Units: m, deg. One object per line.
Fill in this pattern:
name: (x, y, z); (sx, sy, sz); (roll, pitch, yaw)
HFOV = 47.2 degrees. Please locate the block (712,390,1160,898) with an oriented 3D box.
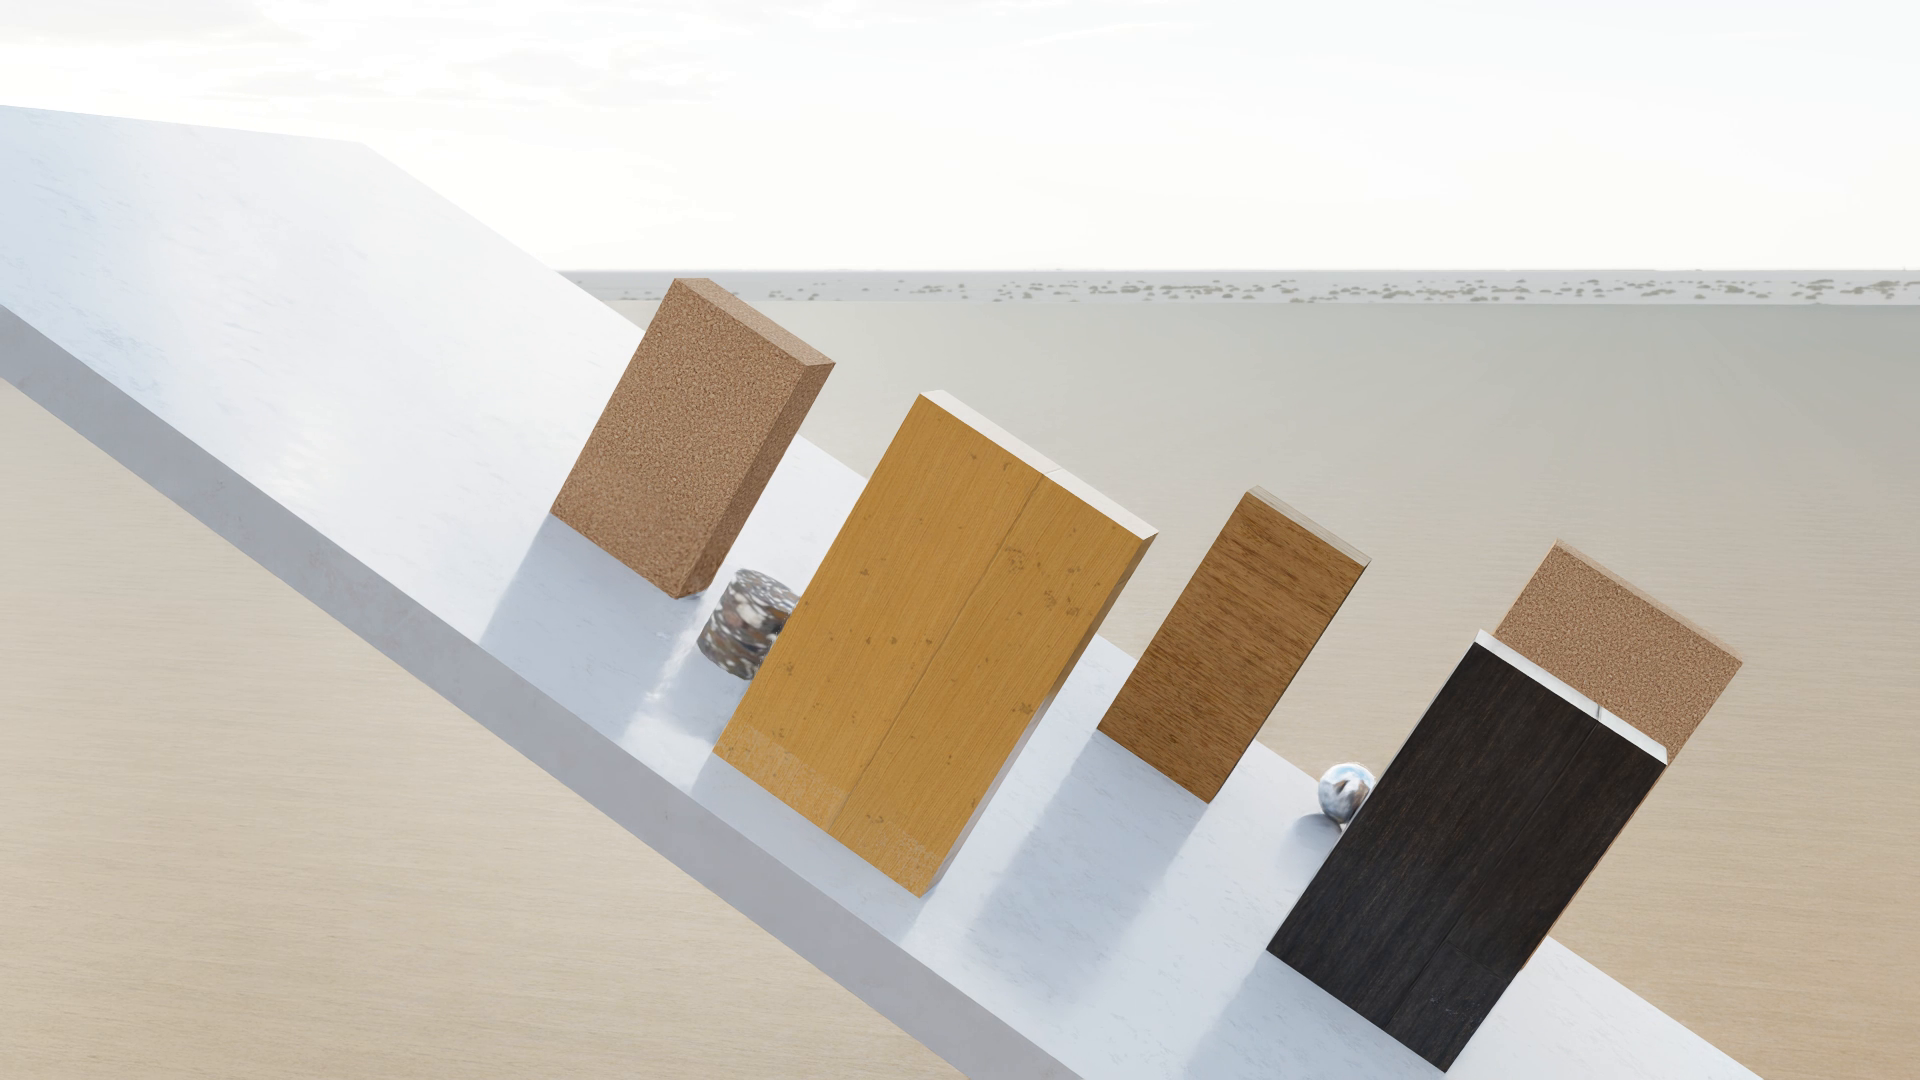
block: (-0.043, 0.153, 3.257); (0.386, 0.639, 0.109); (34, 15, 11)

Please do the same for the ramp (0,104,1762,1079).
ramp: (-0.161, 0.266, 4.116); (4.000, 0.100, 2.000); (34, 15, 11)

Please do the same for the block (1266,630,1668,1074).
block: (0.860, 0.531, 3.763); (0.364, 0.654, 0.135); (34, 15, 11)

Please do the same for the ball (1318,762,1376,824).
ball: (0.829, 0.542, 4.697); (0.131, 0.131, 0.131); (0, 7, 0)

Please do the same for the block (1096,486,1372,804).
block: (0.542, 0.207, 4.368); (0.269, 0.569, 0.130); (34, 15, 11)

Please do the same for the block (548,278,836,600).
block: (-0.468, -0.179, 3.834); (0.280, 0.476, 0.141); (34, 15, 11)

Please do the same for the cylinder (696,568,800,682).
cylinder: (-0.348, 0.143, 3.684); (0.137, 0.137, 0.137); (29, 15, -8)

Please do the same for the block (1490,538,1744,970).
block: (1.180, 0.435, 4.477); (0.423, 0.768, 0.126); (34, 15, 11)
